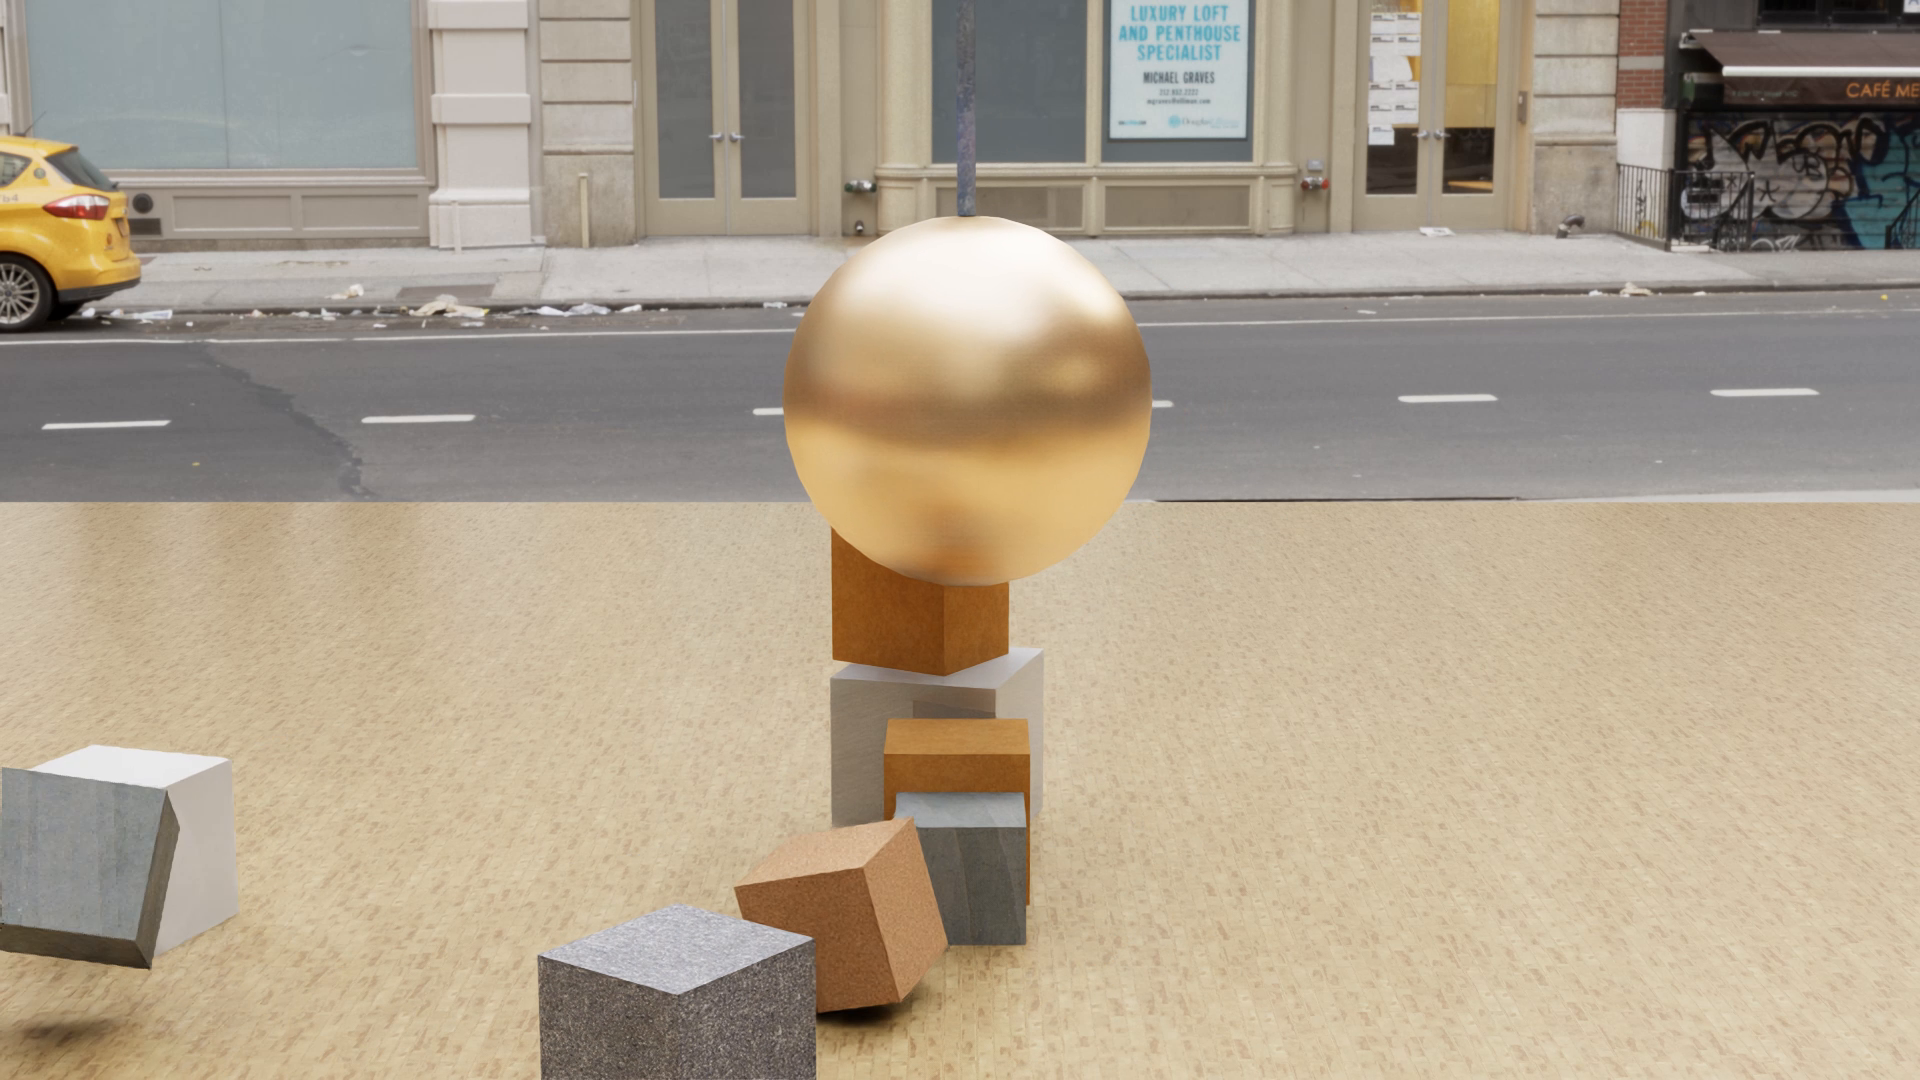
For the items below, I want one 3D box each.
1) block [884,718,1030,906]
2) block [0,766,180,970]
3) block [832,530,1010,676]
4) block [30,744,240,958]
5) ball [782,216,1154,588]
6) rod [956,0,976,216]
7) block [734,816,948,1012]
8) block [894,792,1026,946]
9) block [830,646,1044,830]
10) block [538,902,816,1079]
[{"bbox_3d":[-0.011,1.180,11.214,0.620,0.666,0.605,0,10,0],"label":"block"},{"bbox_3d":[-3.294,1.227,9.533,0.616,0.560,0.638,9,-20,-9],"label":"block"},{"bbox_3d":[-0.184,0.233,12.066,0.627,0.645,0.564,7,12,32],"label":"block"},{"bbox_3d":[-3.477,1.279,10.639,0.691,0.677,0.597,3,11,18],"label":"block"},{"bbox_3d":[0.033,-0.597,11.072,1.600,1.600,1.600,0,10,0],"label":"ball"},{"bbox_3d":[0.014,-3.942,10.464,0.080,5.200,0.080,0,10,0],"label":"rod"},{"bbox_3d":[-0.445,1.433,9.763,0.537,0.534,0.544,-11,10,22],"label":"block"},{"bbox_3d":[0.001,1.362,10.675,0.538,0.501,0.511,0,10,0],"label":"block"},{"bbox_3d":[-0.095,0.963,12.064,0.784,0.789,0.857,3,11,16],"label":"block"},{"bbox_3d":[-0.966,1.667,8.825,0.646,0.563,0.693,8,13,36],"label":"block"}]
